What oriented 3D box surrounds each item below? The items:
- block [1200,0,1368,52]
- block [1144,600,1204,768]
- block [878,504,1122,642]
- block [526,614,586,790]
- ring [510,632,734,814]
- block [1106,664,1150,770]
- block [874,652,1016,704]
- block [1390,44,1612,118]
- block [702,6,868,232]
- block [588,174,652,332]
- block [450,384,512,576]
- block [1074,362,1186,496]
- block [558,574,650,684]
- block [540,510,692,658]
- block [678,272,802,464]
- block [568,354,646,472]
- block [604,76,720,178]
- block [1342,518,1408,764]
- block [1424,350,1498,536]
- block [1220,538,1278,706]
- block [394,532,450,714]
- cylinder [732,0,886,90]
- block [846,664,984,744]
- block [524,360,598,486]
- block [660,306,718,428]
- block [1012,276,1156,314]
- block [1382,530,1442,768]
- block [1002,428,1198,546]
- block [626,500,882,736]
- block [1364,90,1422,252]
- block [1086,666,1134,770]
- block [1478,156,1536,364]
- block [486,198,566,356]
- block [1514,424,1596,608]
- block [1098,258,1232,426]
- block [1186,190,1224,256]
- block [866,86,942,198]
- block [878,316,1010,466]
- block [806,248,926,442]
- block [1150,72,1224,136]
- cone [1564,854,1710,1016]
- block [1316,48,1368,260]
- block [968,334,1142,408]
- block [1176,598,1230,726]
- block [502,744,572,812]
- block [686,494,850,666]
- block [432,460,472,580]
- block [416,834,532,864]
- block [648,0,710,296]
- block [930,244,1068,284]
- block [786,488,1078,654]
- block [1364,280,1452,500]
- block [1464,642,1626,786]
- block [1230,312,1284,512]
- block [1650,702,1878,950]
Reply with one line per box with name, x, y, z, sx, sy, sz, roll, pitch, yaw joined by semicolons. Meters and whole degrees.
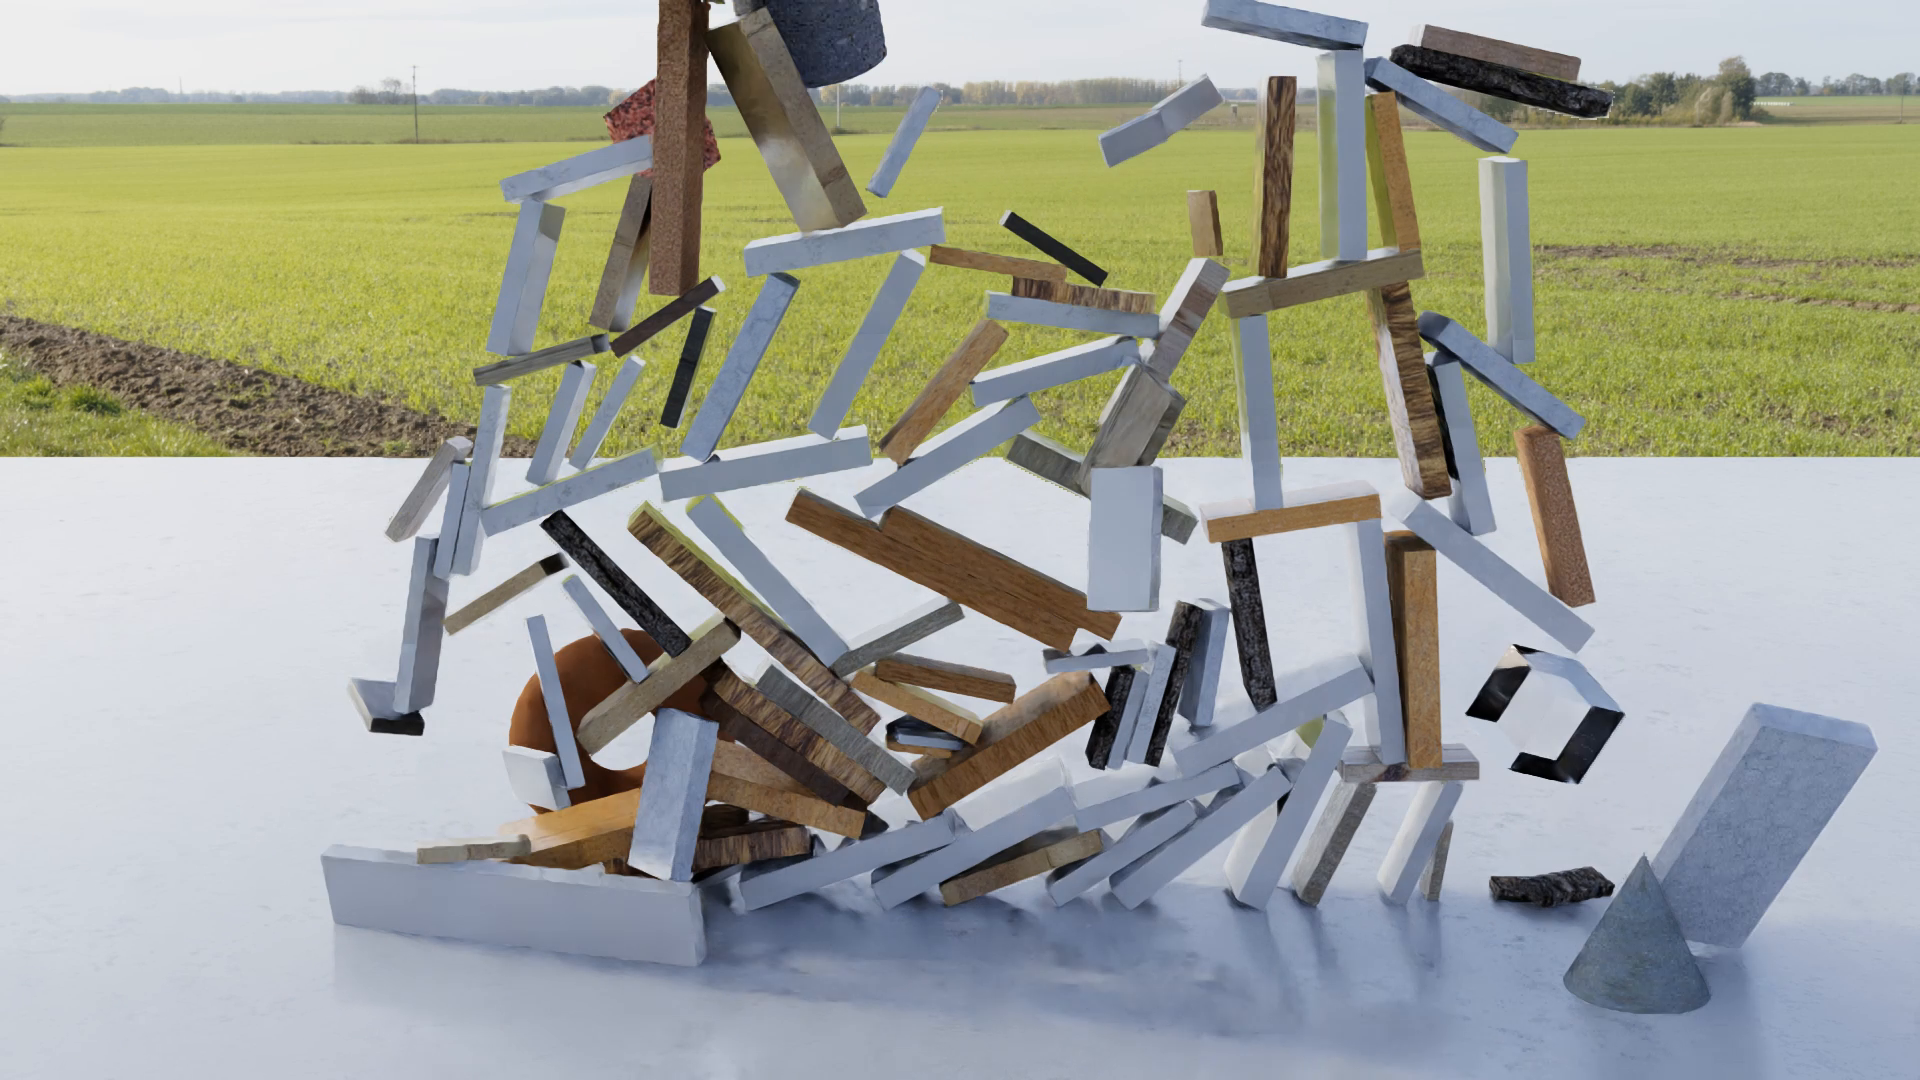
block;0.502;-0.801;3.416;0.245;0.035;0.122;11;6;0
block;0.341;0.234;3.604;0.028;0.266;0.098;16;2;-6
block;0.062;0.049;3.571;0.406;0.045;0.158;25;3;-5
block;-0.642;0.259;3.489;0.028;0.274;0.099;-14;-6;-13
ring;-0.598;0.352;3.910;0.403;0.403;0.134;-3;17;-17
block;0.270;0.288;3.602;0.023;0.166;0.083;16;5;-6
block;-0.025;0.224;3.616;0.227;0.032;0.113;11;5;-5
block;0.837;-0.713;3.423;0.326;0.035;0.122;13;9;-1
block;-0.272;-0.645;3.401;0.049;0.345;0.172;-33;18;-20
block;-0.523;-0.451;3.483;0.035;0.245;0.122;18;5;3
block;-0.766;-0.098;3.523;0.028;0.303;0.100;11;6;-5
block;0.259;-0.151;3.370;0.030;0.214;0.107;10;27;-37
block;-0.571;0.142;3.524;0.028;0.198;0.099;-38;9;-12
block;-0.550;0.068;3.509;0.041;0.288;0.144;-45;11;-8
block;-0.349;-0.279;3.500;0.044;0.311;0.156;28;9;-5
block;-0.561;-0.204;3.504;0.027;0.193;0.096;30;5;-7
block;-0.492;-0.666;3.641;0.125;0.125;0.125;-40;-17;-12
block;0.674;0.151;3.583;0.039;0.406;0.137;-8;11;1
block;0.792;-0.156;3.521;0.040;0.280;0.140;-15;11;1
block;0.467;0.119;3.574;0.039;0.274;0.137;-10;11;2
block;-0.869;0.133;3.572;0.026;0.288;0.091;11;8;12
cylinder;-0.245;-0.858;3.458;0.226;0.226;0.226;-8;32;5
block;-0.076;0.265;3.625;0.227;0.032;0.113;25;3;-8
block;-0.636;-0.187;3.509;0.028;0.200;0.100;22;7;-1
block;-0.431;-0.276;3.495;0.027;0.193;0.096;18;7;-4
block;0.197;-0.387;3.480;0.214;0.030;0.107;9;8;11
block;0.736;0.175;3.584;0.050;0.355;0.178;-4;11;0
block;0.223;-0.092;3.538;0.317;0.045;0.158;26;8;-5
block;-0.333;0.126;3.567;0.507;0.041;0.144;42;1;-10
block;0.672;-0.578;3.444;0.035;0.245;0.122;-12;10;1
block;0.245;0.287;3.609;0.023;0.166;0.083;16;10;-6
block;0.864;-0.443;3.475;0.035;0.315;0.122;-7;13;-4
block;-0.688;-0.415;3.489;0.035;0.245;0.122;16;7;5
block;0.959;-0.040;3.551;0.040;0.280;0.140;-14;8;3
block;0.323;-0.305;3.501;0.043;0.306;0.153;30;4;-7
block;0.386;-0.499;3.465;0.015;0.104;0.052;-19;17;-34
block;-0.089;-0.622;3.440;0.026;0.181;0.090;28;4;-12
block;-0.028;-0.240;3.517;0.038;0.270;0.135;39;2;-9
block;-0.148;-0.316;3.498;0.044;0.311;0.156;28;11;-7
block;0.355;-0.681;3.442;0.104;0.052;0.015;-31;34;14
cone;1.004;0.562;3.248;0.209;0.209;0.209;0;11;0
block;0.597;-0.601;3.440;0.043;0.317;0.153;-3;9;-1
block;0.147;-0.272;3.511;0.270;0.038;0.135;-16;10;-1
block;0.399;0.199;3.605;0.028;0.195;0.098;7;7;-13
block;-0.679;0.380;3.520;0.024;0.086;0.173;-20;11;-32
block;-0.314;0.058;3.562;0.047;0.333;0.167;-42;9;-2
block;-0.807;-0.033;3.519;0.026;0.183;0.091;11;4;-4
block;-0.769;0.487;3.473;0.173;0.024;0.086;-2;0;-15
block;-0.440;-0.615;3.447;0.049;0.450;0.172;4;11;2
block;0.060;-0.438;3.485;0.216;0.026;0.090;9;9;-1
block;-0.046;0.048;3.582;0.496;0.047;0.167;26;3;-3
block;0.713;-0.245;3.511;0.043;0.346;0.153;-14;10;2
block;0.877;0.262;3.302;0.137;0.137;0.137;14;26;-27
block;0.473;-0.212;3.515;0.043;0.307;0.153;-6;11;3
block;1.175;0.434;3.286;0.178;0.451;0.050;11;39;-6
